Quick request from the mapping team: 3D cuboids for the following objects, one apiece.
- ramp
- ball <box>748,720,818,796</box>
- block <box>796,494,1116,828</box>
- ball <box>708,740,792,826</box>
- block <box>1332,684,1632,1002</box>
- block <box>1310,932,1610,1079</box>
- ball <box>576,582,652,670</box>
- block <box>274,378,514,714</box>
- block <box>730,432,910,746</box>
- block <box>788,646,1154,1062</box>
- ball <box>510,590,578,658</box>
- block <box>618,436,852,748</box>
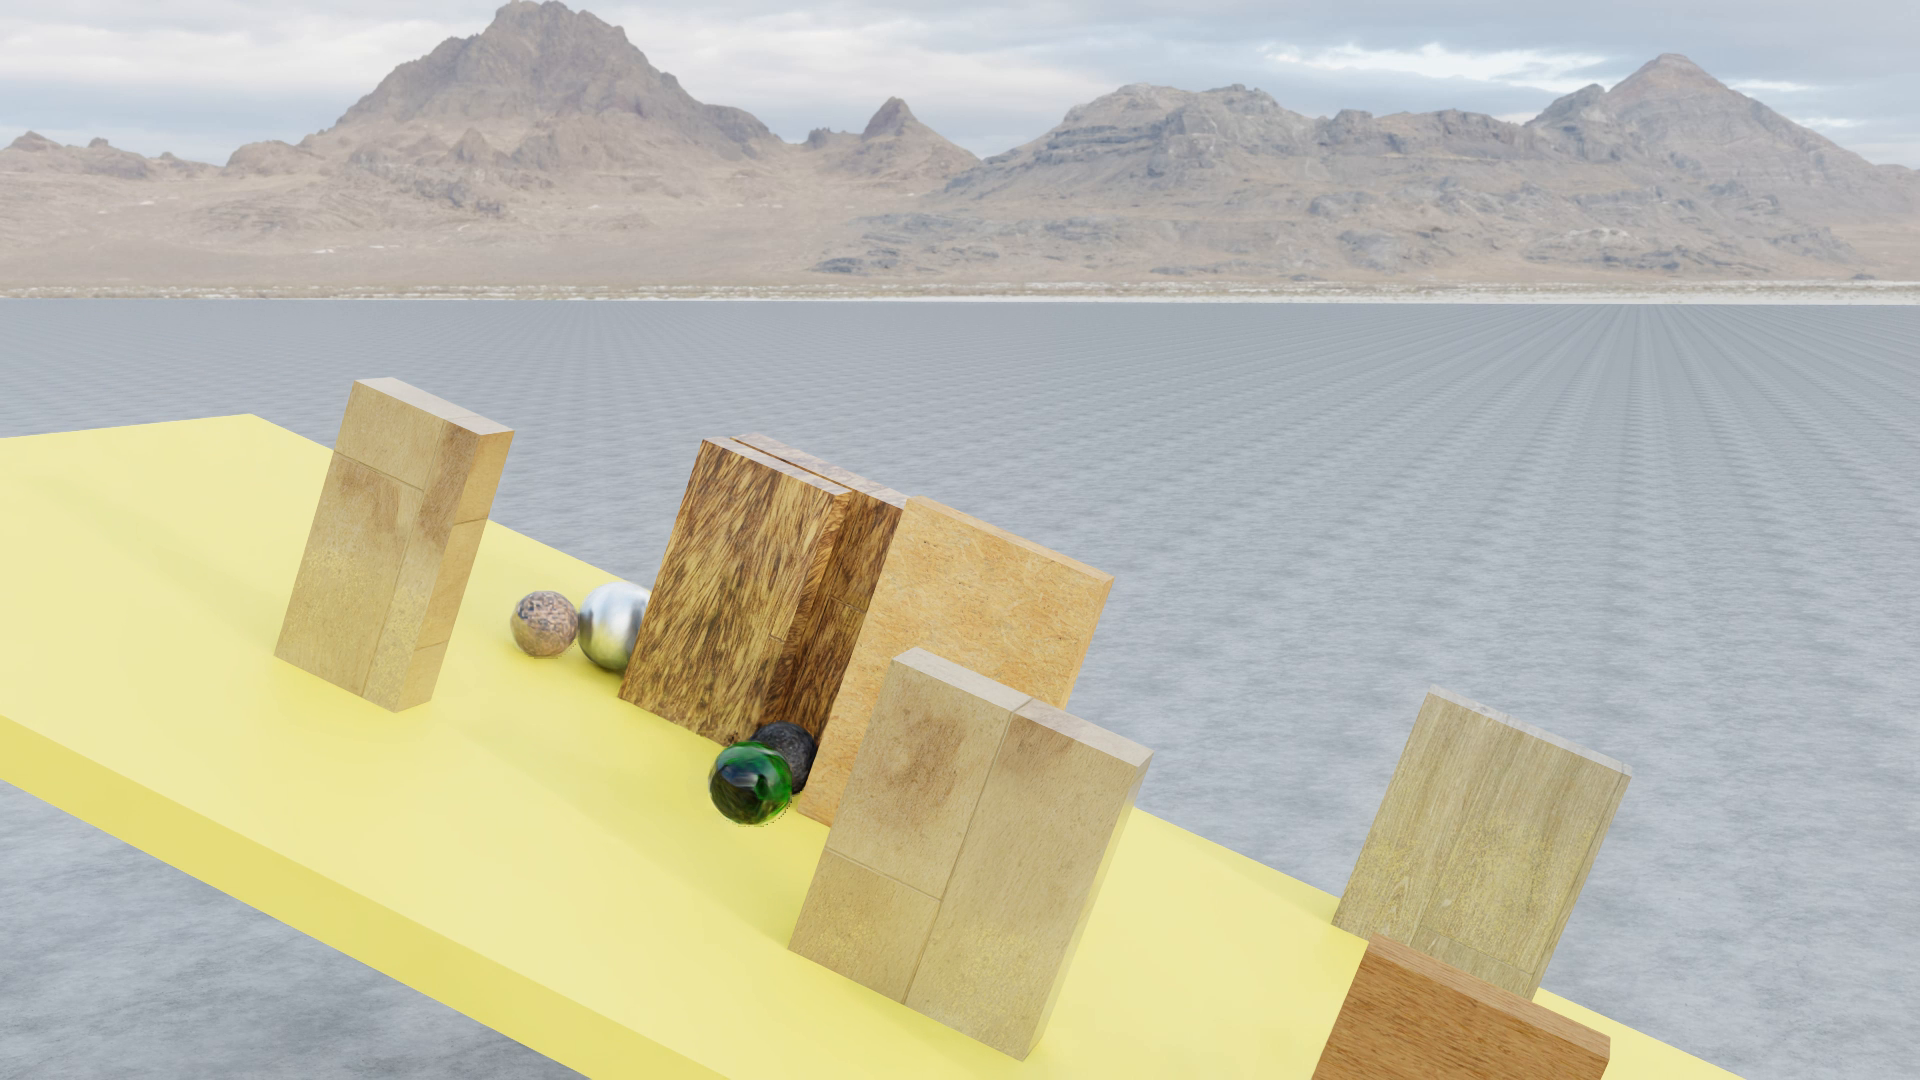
[{"bbox_3d":[-0.328,0.595,4.207,4.000,0.100,2.000,23,13,13],"label":"ramp"},{"bbox_3d":[-0.351,0.429,4.308,0.148,0.148,0.148,0,7,0],"label":"ball"},{"bbox_3d":[-0.014,0.298,4.195,0.409,0.660,0.080,23,13,13],"label":"block"},{"bbox_3d":[-0.392,0.454,4.112,0.158,0.158,0.158,0,7,0],"label":"ball"},{"bbox_3d":[1.103,0.651,4.671,0.443,0.554,0.104,23,13,13],"label":"block"},{"bbox_3d":[0.664,0.871,3.163,0.357,0.500,0.096,23,13,13],"label":"block"},{"bbox_3d":[-0.724,0.184,4.683,0.190,0.190,0.190,0,7,0],"label":"ball"},{"bbox_3d":[-1.052,0.007,4.081,0.271,0.552,0.126,23,13,13],"label":"block"},{"bbox_3d":[-0.362,0.116,4.663,0.422,0.564,0.142,23,13,13],"label":"block"},{"bbox_3d":[0.014,0.512,3.616,0.435,0.534,0.125,23,13,13],"label":"block"},{"bbox_3d":[-0.870,0.175,4.603,0.142,0.142,0.142,0,7,0],"label":"ball"},{"bbox_3d":[-0.463,0.113,4.492,0.303,0.575,0.095,23,13,13],"label":"block"}]
